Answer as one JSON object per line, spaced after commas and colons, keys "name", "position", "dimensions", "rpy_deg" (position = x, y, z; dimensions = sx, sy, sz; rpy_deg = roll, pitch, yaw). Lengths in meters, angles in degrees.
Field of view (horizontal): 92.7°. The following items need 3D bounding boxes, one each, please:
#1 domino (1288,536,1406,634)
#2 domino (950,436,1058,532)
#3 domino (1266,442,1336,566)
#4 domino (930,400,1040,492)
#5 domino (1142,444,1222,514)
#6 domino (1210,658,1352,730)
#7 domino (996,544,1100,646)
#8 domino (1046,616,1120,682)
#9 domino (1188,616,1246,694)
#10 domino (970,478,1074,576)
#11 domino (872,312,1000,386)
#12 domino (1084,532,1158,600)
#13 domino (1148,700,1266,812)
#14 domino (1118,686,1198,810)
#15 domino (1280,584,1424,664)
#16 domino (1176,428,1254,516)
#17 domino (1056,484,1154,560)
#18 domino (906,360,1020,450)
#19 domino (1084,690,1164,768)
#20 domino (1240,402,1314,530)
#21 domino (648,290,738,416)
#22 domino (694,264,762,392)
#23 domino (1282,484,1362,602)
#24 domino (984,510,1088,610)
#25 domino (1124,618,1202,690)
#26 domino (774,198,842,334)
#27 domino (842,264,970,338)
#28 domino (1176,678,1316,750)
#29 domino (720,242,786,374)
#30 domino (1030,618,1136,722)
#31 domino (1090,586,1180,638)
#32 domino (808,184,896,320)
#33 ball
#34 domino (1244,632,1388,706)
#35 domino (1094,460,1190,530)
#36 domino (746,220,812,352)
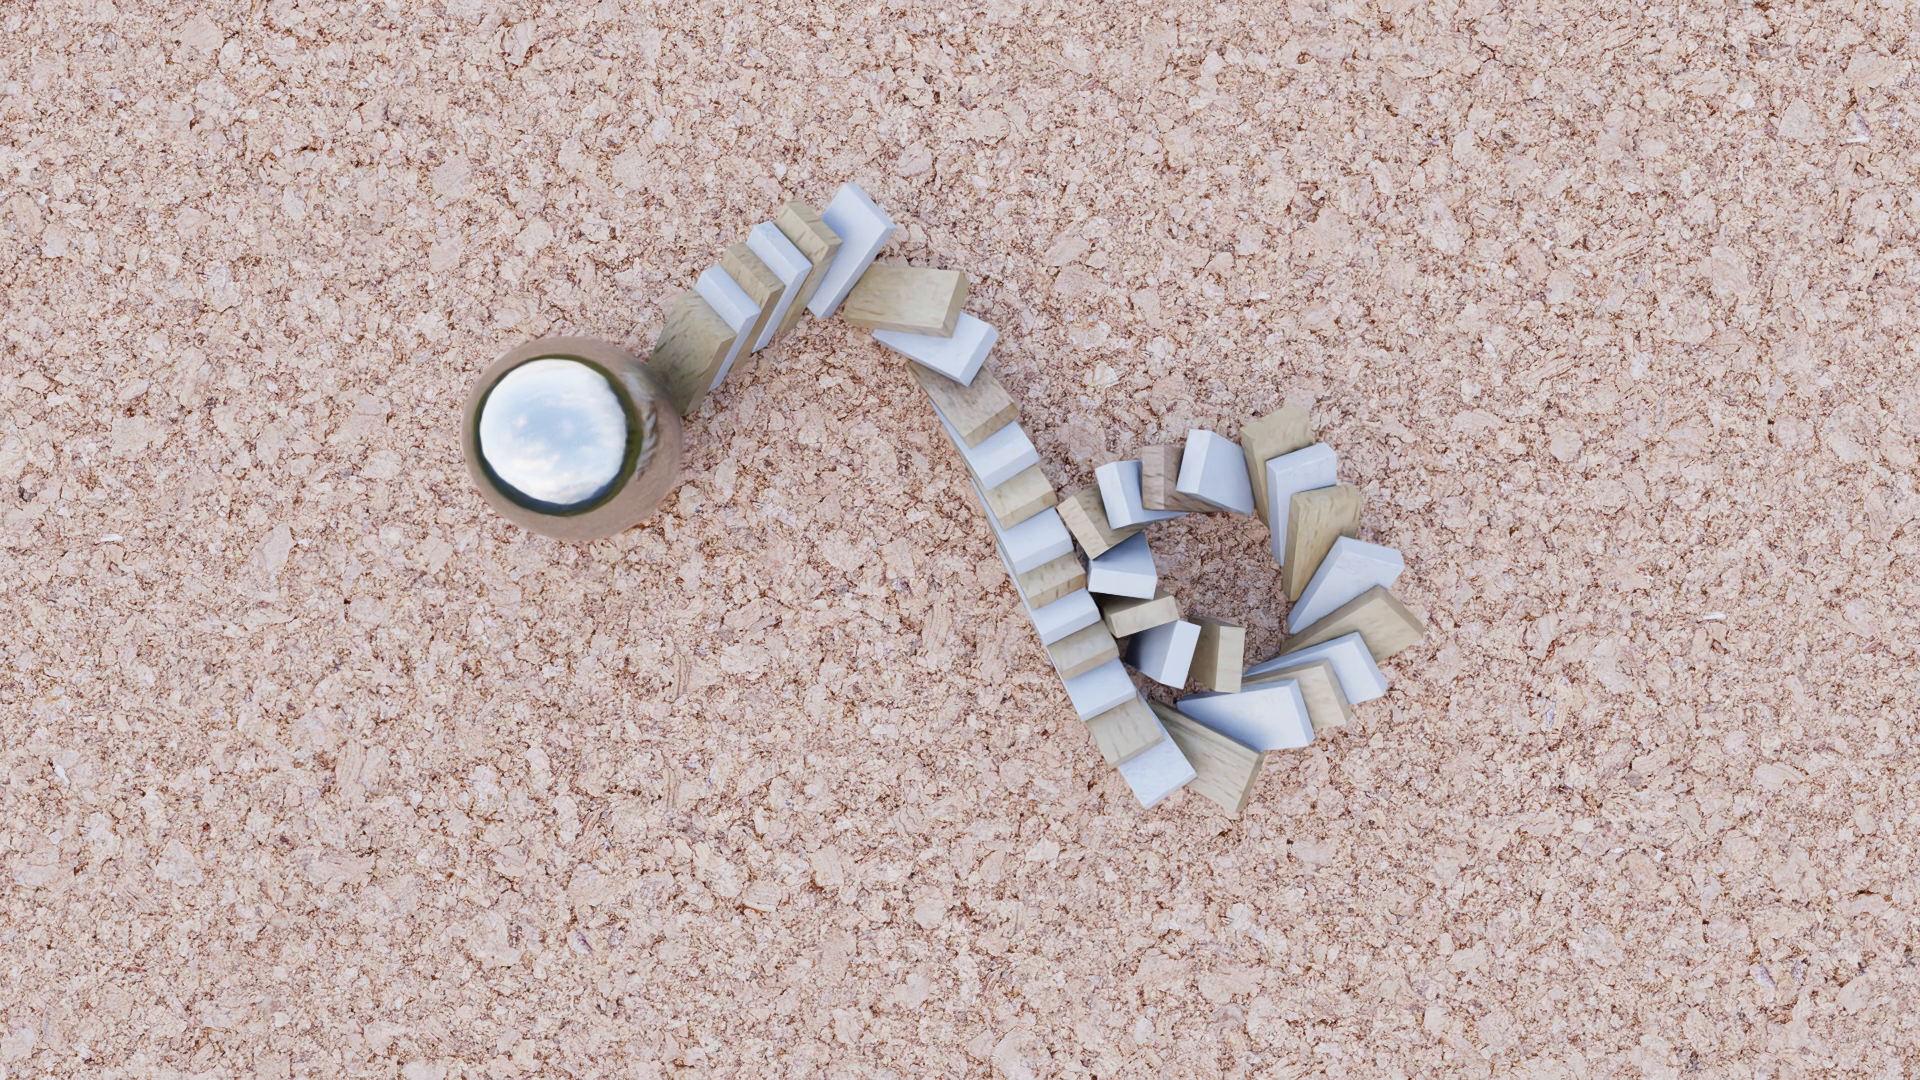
{"name": "domino", "position": [0.159, 0.022, 0.379], "dimensions": [0.025, 0.010, 0.050], "rpy_deg": [14, 133, 0]}
{"name": "domino", "position": [0.018, -0.030, 0.382], "dimensions": [0.025, 0.010, 0.050], "rpy_deg": [-29, 55, 0]}
{"name": "domino", "position": [0.142, -0.014, 0.381], "dimensions": [0.025, 0.009, 0.050], "rpy_deg": [-19, 128, 0]}
{"name": "domino", "position": [0.010, -0.046, 0.382], "dimensions": [0.025, 0.009, 0.050], "rpy_deg": [-31, 56, 0]}
{"name": "domino", "position": [0.092, -0.024, 0.378], "dimensions": [0.009, 0.050, 0.025], "rpy_deg": [0, 90, 42]}
{"name": "domino", "position": [0.133, 0.067, 0.381], "dimensions": [0.050, 0.010, 0.025], "rpy_deg": [-23, 90, 39]}
{"name": "domino", "position": [0.036, 0.017, 0.381], "dimensions": [0.025, 0.010, 0.050], "rpy_deg": [-25, 52, 0]}
{"name": "domino", "position": [0.044, 0.031, 0.382], "dimensions": [0.025, 0.010, 0.050], "rpy_deg": [-25, 54, 0]}
{"name": "domino", "position": [0.103, 0.046, 0.375], "dimensions": [0.009, 0.050, 0.025], "rpy_deg": [5, 90, 0]}
{"name": "domino", "position": [0.025, -0.011, 0.381], "dimensions": [0.025, 0.009, 0.050], "rpy_deg": [-25, 52, -1]}
{"name": "domino", "position": [-0.011, -0.086, 0.384], "dimensions": [0.050, 0.009, 0.025], "rpy_deg": [31, 90, 29]}
{"name": "domino", "position": [0.065, 0.008, 0.374], "dimensions": [0.025, 0.050, 0.010], "rpy_deg": [8, 111, 3]}
{"name": "domino", "position": [0.098, 0.089, 0.380], "dimensions": [0.050, 0.009, 0.025], "rpy_deg": [24, 95, 38]}
{"name": "domino", "position": [0.073, 0.083, 0.383], "dimensions": [0.025, 0.009, 0.050], "rpy_deg": [-35, 59, 3]}
{"name": "domino", "position": [0.161, 0.042, 0.380], "dimensions": [0.025, 0.009, 0.050], "rpy_deg": [42, 129, -5]}
{"name": "domino", "position": [0.108, -0.027, 0.378], "dimensions": [0.009, 0.050, 0.025], "rpy_deg": [13, 90, 43]}
{"name": "domino", "position": [0.062, -0.011, 0.376], "dimensions": [0.010, 0.050, 0.025], "rpy_deg": [-38, 81, 37]}
{"name": "domino", "position": [0.001, -0.063, 0.382], "dimensions": [0.025, 0.009, 0.050], "rpy_deg": [-35, 57, 0]}
{"name": "domino", "position": [0.061, 0.067, 0.383], "dimensions": [0.025, 0.009, 0.050], "rpy_deg": [-29, 60, 3]}
{"name": "domino", "position": [0.134, -0.030, 0.381], "dimensions": [0.025, 0.010, 0.050], "rpy_deg": [-26, 126, 0]}
{"name": "domino", "position": [-0.112, -0.076, 0.379], "dimensions": [0.025, 0.009, 0.050], "rpy_deg": [46, 135, 0]}
{"name": "domino", "position": [-0.103, -0.086, 0.379], "dimensions": [0.025, 0.010, 0.050], "rpy_deg": [47, 135, -1]}
{"name": "domino", "position": [0.150, 0.002, 0.381], "dimensions": [0.025, 0.010, 0.050], "rpy_deg": [-10, 127, 0]}
{"name": "domino", "position": [0.031, 0.003, 0.381], "dimensions": [0.025, 0.010, 0.050], "rpy_deg": [-25, 52, -1]}
{"name": "domino", "position": [0.082, 0.043, 0.375], "dimensions": [0.010, 0.050, 0.025], "rpy_deg": [16, 90, -6]}
{"name": "domino", "position": [-0.070, -0.112, 0.379], "dimensions": [0.025, 0.010, 0.050], "rpy_deg": [45, 132, 1]}
{"name": "domino", "position": [-0.023, -0.100, 0.383], "dimensions": [0.050, 0.009, 0.025], "rpy_deg": [14, 83, 28]}
{"name": "domino", "position": [0.118, 0.074, 0.381], "dimensions": [0.050, 0.009, 0.025], "rpy_deg": [-18, 90, 39]}
{"name": "domino", "position": [-0.093, -0.095, 0.379], "dimensions": [0.025, 0.009, 0.050], "rpy_deg": [46, 135, 1]}
{"name": "domino", "position": [0.051, 0.048, 0.383], "dimensions": [0.025, 0.009, 0.050], "rpy_deg": [-25, 60, 0]}
{"name": "domino", "position": [0.070, 0.027, 0.375], "dimensions": [0.025, 0.050, 0.009], "rpy_deg": [-17, 95, 0]}
{"name": "domino", "position": [-0.051, -0.120, 0.383], "dimensions": [0.025, 0.010, 0.050], "rpy_deg": [48, 119, 4]}
{"name": "ball", "position": [-0.150, -0.039, 0.360], "dimensions": [0.080, 0.080, 0.080], "rpy_deg": [0, 90, 0]}
{"name": "domino", "position": [0.147, 0.059, 0.381], "dimensions": [0.050, 0.009, 0.025], "rpy_deg": [-29, 90, 39]}
{"name": "domino", "position": [0.076, -0.020, 0.377], "dimensions": [0.009, 0.050, 0.025], "rpy_deg": [-18, 84, 40]}
{"name": "domino", "position": [-0.082, -0.104, 0.379], "dimensions": [0.025, 0.010, 0.050], "rpy_deg": [46, 135, 0]}
